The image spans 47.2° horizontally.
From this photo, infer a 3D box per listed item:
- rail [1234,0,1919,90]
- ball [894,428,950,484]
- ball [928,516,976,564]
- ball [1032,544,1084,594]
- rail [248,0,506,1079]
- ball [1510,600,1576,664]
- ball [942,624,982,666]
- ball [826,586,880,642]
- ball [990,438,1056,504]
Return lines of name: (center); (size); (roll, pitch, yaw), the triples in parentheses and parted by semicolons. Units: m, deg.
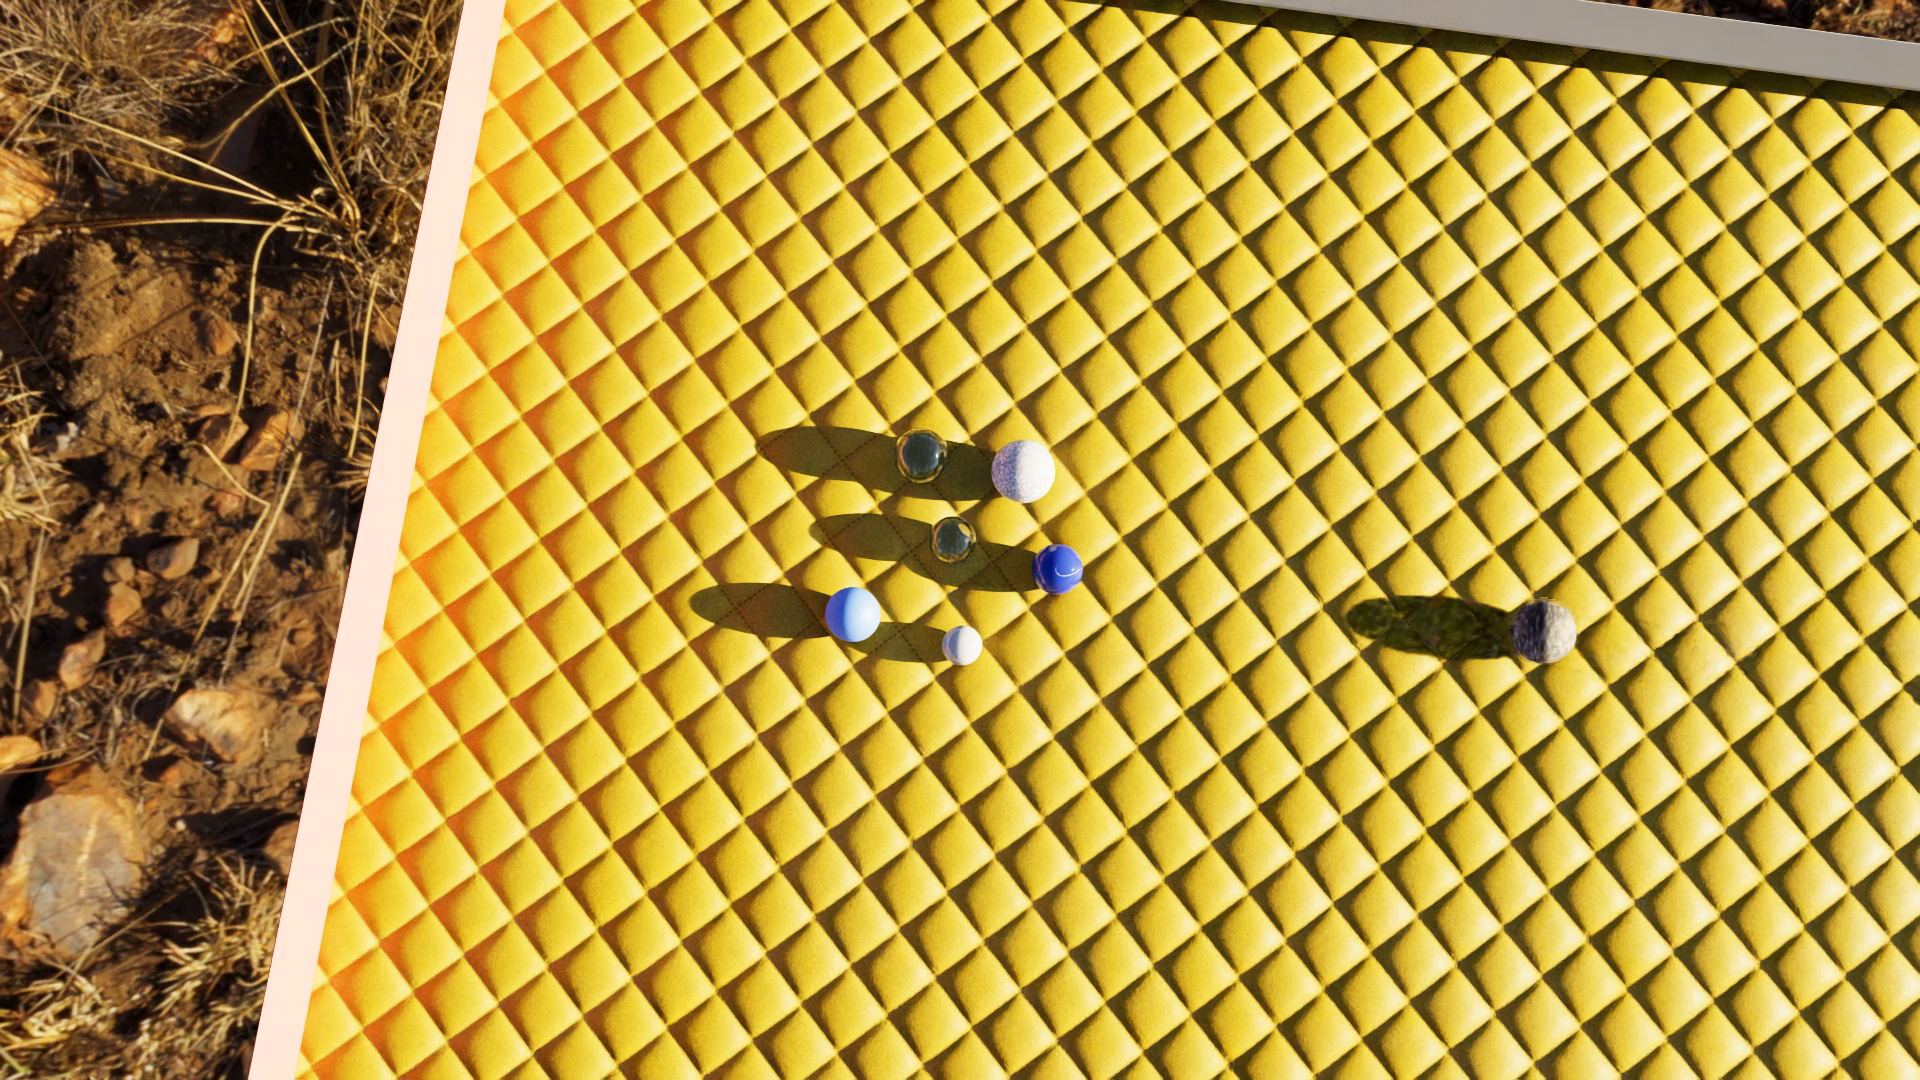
rail: (0.993, -0.790, 3.438); (3.488, 0.126, 0.045); (8, 78, 2)
ball: (-0.059, -0.127, 3.322); (0.085, 0.085, 0.085); (0, 78, 0)
ball: (-0.011, 0.000, 3.302); (0.073, 0.073, 0.073); (0, 78, 0)
ball: (0.146, 0.044, 3.290); (0.077, 0.077, 0.077); (0, 78, 0)
rail: (-0.840, -0.120, 3.299); (0.045, 0.126, 1.912); (8, 78, 2)
ball: (0.866, 0.137, 3.262); (0.095, 0.095, 0.095); (0, 78, 0)
ball: (0.003, 0.157, 3.276); (0.060, 0.060, 0.060); (0, 78, 0)
ball: (-0.160, 0.111, 3.274); (0.083, 0.083, 0.083); (0, 78, 0)
ball: (0.095, -0.104, 3.311); (0.097, 0.097, 0.097); (0, 78, 0)
